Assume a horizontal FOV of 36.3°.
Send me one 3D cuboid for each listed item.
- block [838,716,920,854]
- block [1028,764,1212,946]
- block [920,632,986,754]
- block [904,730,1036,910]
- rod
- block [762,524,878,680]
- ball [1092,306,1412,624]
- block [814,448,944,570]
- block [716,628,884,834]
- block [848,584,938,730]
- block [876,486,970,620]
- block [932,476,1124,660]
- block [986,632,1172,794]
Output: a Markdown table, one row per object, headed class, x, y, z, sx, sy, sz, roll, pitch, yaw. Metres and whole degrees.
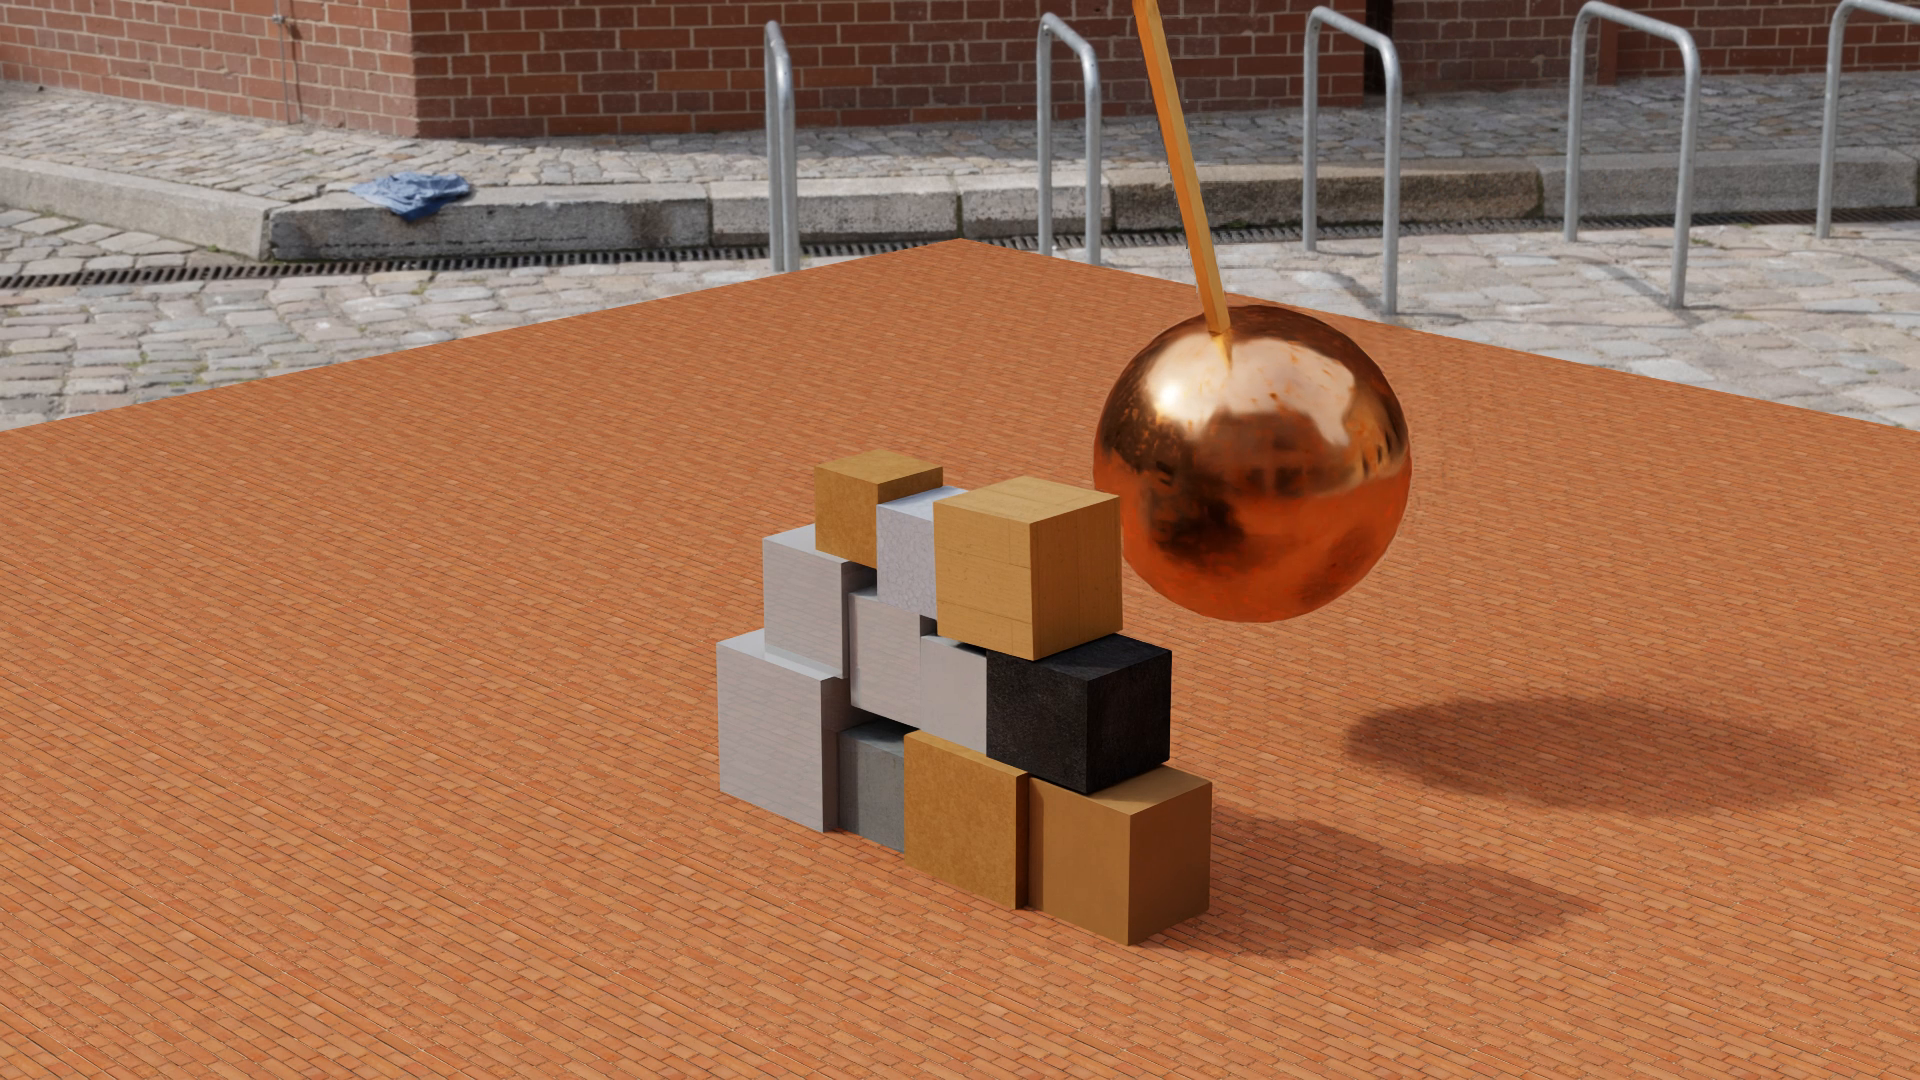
| class | x | y | z | sx | sy | sz | roll | pitch | yaw |
| --- | --- | --- | --- | --- | --- | --- | --- | --- | --- |
| block | -0.207 | 1.142 | 13.906 | 0.516 | 0.483 | 0.518 | -17 | 24 | -42 |
| block | 0.709 | 1.351 | 13.020 | 0.543 | 0.616 | 0.599 | -17 | 24 | -42 |
| block | 0.137 | 0.653 | 13.375 | 0.466 | 0.453 | 0.427 | -17 | 24 | -42 |
| block | 0.247 | 1.196 | 13.473 | 0.710 | 0.640 | 0.711 | -17 | 24 | -42 |
| rod | 0.636 | -3.174 | 13.010 | 0.080 | 5.200 | 0.080 | 17 | 44 | 42 |
| block | -0.539 | 0.260 | 14.000 | 0.577 | 0.570 | 0.548 | -17 | 24 | -42 |
| ball | 1.467 | -0.380 | 14.760 | 1.600 | 1.600 | 1.600 | 0 | 17 | 0 |
| block | -0.378 | -0.149 | 13.667 | 0.418 | 0.409 | 0.428 | -17 | 24 | -42 |
| block | -0.664 | 0.869 | 14.295 | 0.711 | 0.770 | 0.749 | -17 | 24 | -42 |
| block | -0.183 | 0.508 | 13.685 | 0.465 | 0.553 | 0.475 | -17 | 23 | -42 |
| block | -0.071 | 0.055 | 13.425 | 0.417 | 0.460 | 0.458 | 16 | 24 | 43 |
| block | 0.305 | 0.116 | 13.079 | 0.584 | 0.620 | 0.593 | -17 | 21 | -42 |
| block | 0.526 | 0.729 | 13.025 | 0.551 | 0.518 | 0.607 | -17 | 24 | -42 |
